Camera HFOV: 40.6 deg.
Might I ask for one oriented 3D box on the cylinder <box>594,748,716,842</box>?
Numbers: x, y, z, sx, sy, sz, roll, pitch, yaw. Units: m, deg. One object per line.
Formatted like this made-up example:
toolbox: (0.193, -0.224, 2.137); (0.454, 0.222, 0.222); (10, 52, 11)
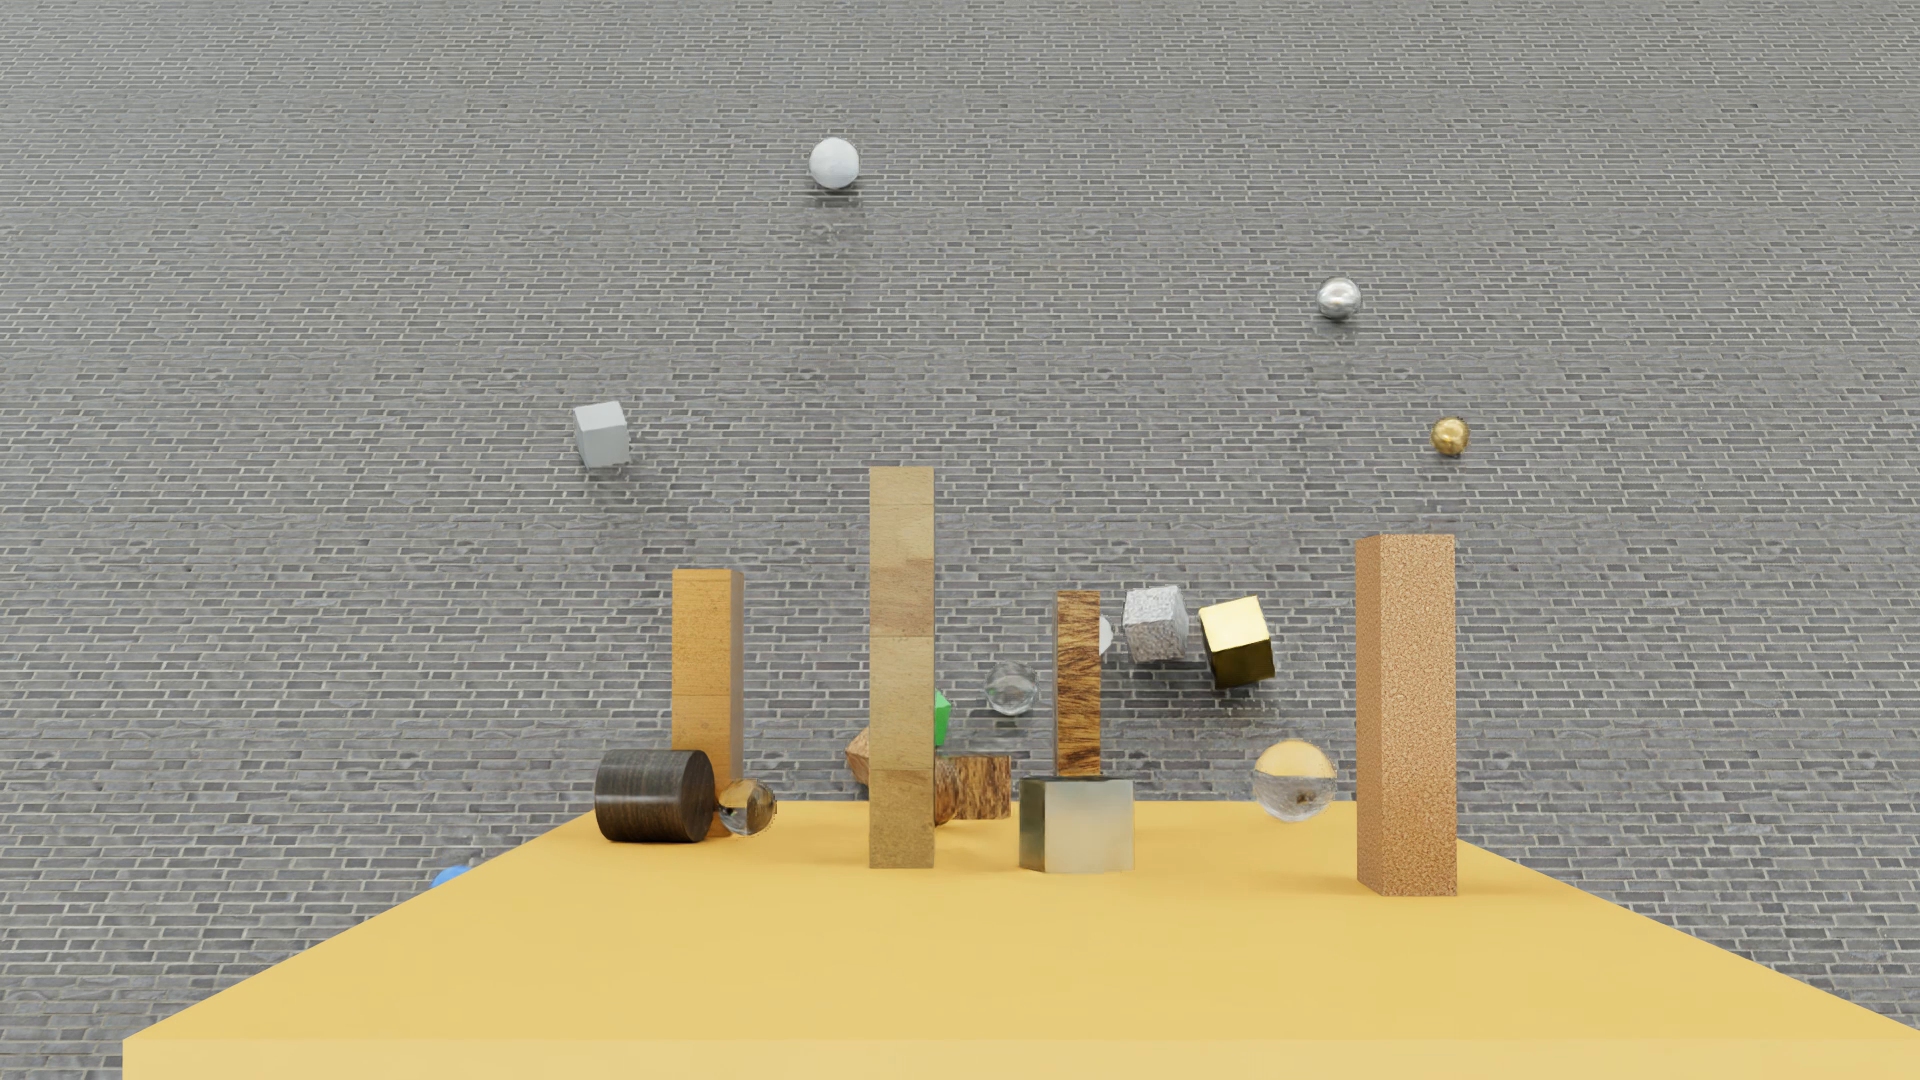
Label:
cylinder: (-0.651, 0.546, 5.556); (0.196, 0.196, 0.196); (-1, 34, 16)

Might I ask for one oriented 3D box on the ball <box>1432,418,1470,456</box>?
ball: (1.570, -0.332, 8.321); (0.120, 0.120, 0.120); (0, 36, 0)

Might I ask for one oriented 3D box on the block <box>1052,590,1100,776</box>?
block: (0.252, 0.381, 5.676); (0.089, 0.535, 0.331); (0, -2, 0)

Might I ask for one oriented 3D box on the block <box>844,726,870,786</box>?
block: (-0.220, 0.586, 7.004); (0.114, 0.114, 0.114); (12, 44, 41)

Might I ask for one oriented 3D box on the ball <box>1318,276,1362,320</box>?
ball: (1.314, -0.836, 9.003); (0.150, 0.150, 0.150); (0, 36, 0)

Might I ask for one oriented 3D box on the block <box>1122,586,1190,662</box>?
block: (0.559, 0.240, 7.405); (0.145, 0.145, 0.145); (-8, 37, 18)

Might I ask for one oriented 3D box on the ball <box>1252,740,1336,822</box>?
ball: (0.782, 0.566, 6.096); (0.194, 0.194, 0.194); (0, 36, 0)

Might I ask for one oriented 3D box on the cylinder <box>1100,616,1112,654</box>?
cylinder: (0.359, 0.270, 7.369); (0.122, 0.122, 0.122); (-6, -1, -9)

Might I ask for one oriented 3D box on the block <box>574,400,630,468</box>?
block: (-1.144, -0.336, 8.308); (0.143, 0.143, 0.143); (-10, 37, -14)

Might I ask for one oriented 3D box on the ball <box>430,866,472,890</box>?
ball: (-1.184, 0.840, 6.142); (0.140, 0.140, 0.140); (0, 36, 0)

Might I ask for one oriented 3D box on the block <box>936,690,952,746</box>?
block: (-0.122, 0.483, 7.151); (0.131, 0.131, 0.131); (-8, 35, -31)

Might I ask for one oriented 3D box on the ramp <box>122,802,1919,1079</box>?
ramp: (0.078, 0.670, 4.858); (2.000, 0.100, 4.000); (0, -2, 0)

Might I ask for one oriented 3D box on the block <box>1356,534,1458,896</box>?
block: (0.778, 0.302, 4.549); (0.126, 0.614, 0.282); (0, -2, 0)

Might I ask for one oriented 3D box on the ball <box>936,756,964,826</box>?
ball: (-0.073, 0.574, 5.933); (0.166, 0.166, 0.166); (0, 36, 0)

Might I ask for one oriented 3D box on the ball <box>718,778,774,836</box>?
ball: (-0.461, 0.575, 5.600); (0.122, 0.122, 0.122); (0, 36, 0)

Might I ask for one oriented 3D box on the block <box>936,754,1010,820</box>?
block: (0.022, 0.595, 6.282); (0.148, 0.148, 0.148); (1, -2, -26)

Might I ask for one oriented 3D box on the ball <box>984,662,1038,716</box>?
ball: (0.143, 0.415, 7.251); (0.149, 0.149, 0.149); (0, 36, 0)

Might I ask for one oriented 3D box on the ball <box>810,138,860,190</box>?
ball: (-0.473, -1.417, 9.782); (0.190, 0.190, 0.190); (0, 36, 0)

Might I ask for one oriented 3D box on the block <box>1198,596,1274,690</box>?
block: (0.781, 0.291, 7.331); (0.167, 0.167, 0.167); (-13, 46, 0)

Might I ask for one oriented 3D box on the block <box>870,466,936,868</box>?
block: (-0.111, 0.247, 5.115); (0.121, 0.762, 0.377); (0, -2, 0)

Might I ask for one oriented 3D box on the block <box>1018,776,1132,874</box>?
block: (0.217, 0.536, 4.913); (0.171, 0.171, 0.171); (1, -2, -16)

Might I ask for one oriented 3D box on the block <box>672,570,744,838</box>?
block: (-0.564, 0.362, 5.830); (0.127, 0.584, 0.345); (0, -2, 0)
